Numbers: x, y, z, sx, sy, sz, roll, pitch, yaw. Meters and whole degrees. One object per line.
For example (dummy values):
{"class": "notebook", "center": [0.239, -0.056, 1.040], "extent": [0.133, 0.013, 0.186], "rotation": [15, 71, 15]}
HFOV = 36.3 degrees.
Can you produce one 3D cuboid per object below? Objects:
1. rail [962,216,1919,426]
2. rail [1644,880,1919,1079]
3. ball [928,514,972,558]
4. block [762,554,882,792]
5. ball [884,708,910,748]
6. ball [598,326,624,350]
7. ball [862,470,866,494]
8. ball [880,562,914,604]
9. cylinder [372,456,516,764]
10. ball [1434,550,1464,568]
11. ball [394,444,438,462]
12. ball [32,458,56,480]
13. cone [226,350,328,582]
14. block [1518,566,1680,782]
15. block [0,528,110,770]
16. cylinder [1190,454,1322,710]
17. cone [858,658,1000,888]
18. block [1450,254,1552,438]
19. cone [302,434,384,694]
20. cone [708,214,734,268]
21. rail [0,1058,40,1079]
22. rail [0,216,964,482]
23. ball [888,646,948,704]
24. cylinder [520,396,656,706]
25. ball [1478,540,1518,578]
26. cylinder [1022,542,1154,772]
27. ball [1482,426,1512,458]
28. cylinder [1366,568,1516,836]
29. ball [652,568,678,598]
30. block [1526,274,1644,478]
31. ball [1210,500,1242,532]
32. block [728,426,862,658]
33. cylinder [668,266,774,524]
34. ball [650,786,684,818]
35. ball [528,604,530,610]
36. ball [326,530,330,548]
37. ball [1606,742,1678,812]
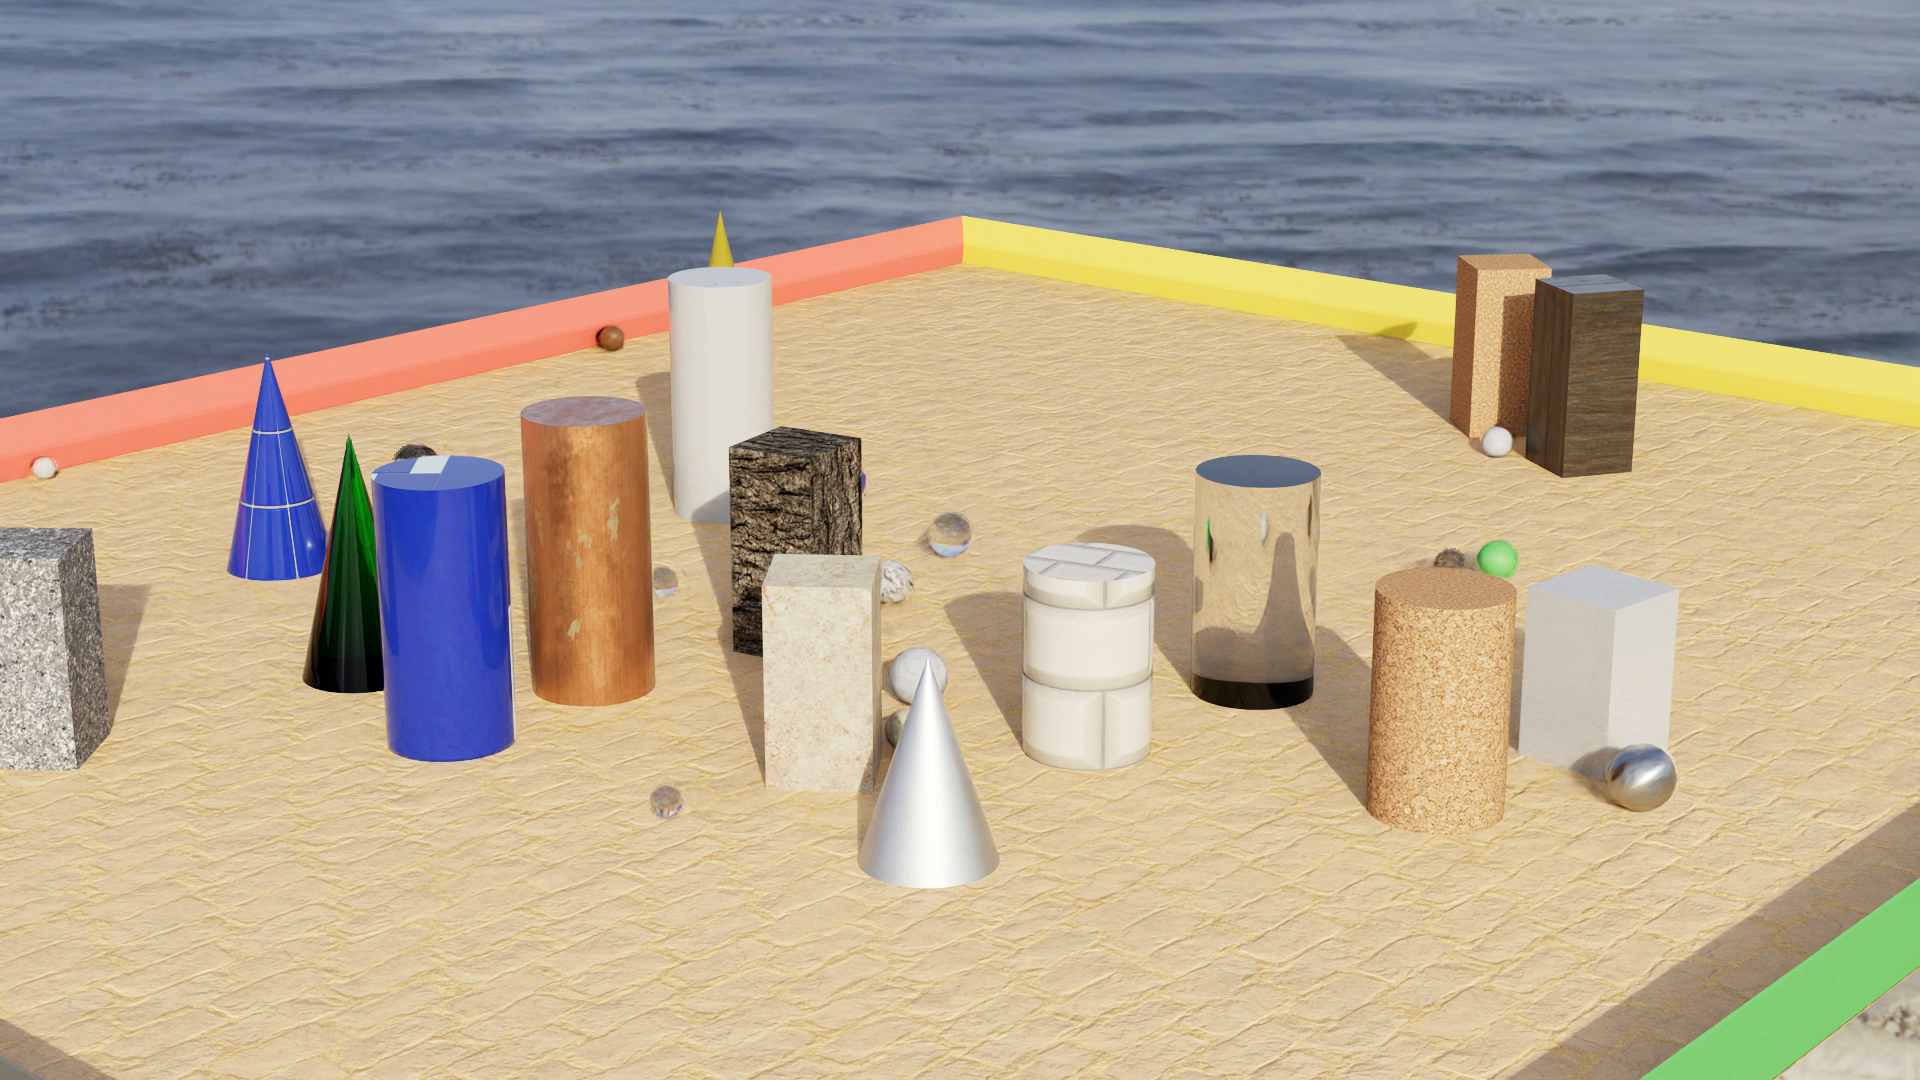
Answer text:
{"class": "rail", "center": [1.434, -0.445, 6.702], "extent": [3.824, 0.127, 0.045], "rotation": [14, 22, 39]}
{"class": "rail", "center": [1.426, 0.389, 3.935], "extent": [0.045, 0.127, 4.422], "rotation": [14, 22, 39]}
{"class": "ball", "center": [-0.018, -0.008, 5.338], "extent": [0.080, 0.080, 0.080], "rotation": [0, 17, 0]}
{"class": "block", "center": [-0.199, 0.193, 4.273], "extent": [0.156, 0.310, 0.156], "rotation": [1, 17, 3]}
{"class": "ball", "center": [-0.081, 0.285, 4.392], "extent": [0.064, 0.064, 0.064], "rotation": [0, 17, 0]}
{"class": "ball", "center": [-0.822, -0.477, 6.924], "extent": [0.060, 0.060, 0.060], "rotation": [0, 17, 0]}
{"class": "ball", "center": [-0.227, -0.113, 5.666], "extent": [0.091, 0.091, 0.091], "rotation": [0, 17, 0]}
{"class": "ball", "center": [-0.118, 0.074, 5.075], "extent": [0.074, 0.074, 0.074], "rotation": [0, 17, 0]}
{"class": "cylinder", "center": [-0.769, 0.102, 4.383], "extent": [0.195, 0.420, 0.195], "rotation": [0, 17, 0]}
{"class": "ball", "center": [0.870, 0.042, 5.220], "extent": [0.051, 0.051, 0.051], "rotation": [0, 17, 0]}
{"class": "ball", "center": [-1.061, -0.138, 5.737], "extent": [0.097, 0.097, 0.097], "rotation": [0, 17, 0]}
{"class": "ball", "center": [-1.826, -0.143, 5.844], "extent": [0.044, 0.044, 0.044], "rotation": [0, 17, 0]}
{"class": "cone", "center": [-1.225, -0.145, 5.238], "extent": [0.195, 0.399, 0.195], "rotation": [0, 17, 0]}
{"class": "block", "center": [0.945, 0.195, 4.345], "extent": [0.156, 0.263, 0.156], "rotation": [-15, 22, -40]}
{"class": "block", "center": [-1.376, 0.160, 4.351], "extent": [0.156, 0.327, 0.156], "rotation": [1, 17, 2]}
{"class": "cylinder", "center": [0.464, 0.065, 4.610], "extent": [0.195, 0.360, 0.195], "rotation": [0, 17, 0]}
{"class": "cone", "center": [-0.043, 0.295, 3.960], "extent": [0.195, 0.295, 0.195], "rotation": [0, 17, 0]}
{"class": "block", "center": [1.139, -0.410, 6.185], "extent": [0.156, 0.359, 0.156], "rotation": [-2, 17, -6]}
{"class": "cone", "center": [-0.963, 0.023, 4.677], "extent": [0.195, 0.401, 0.195], "rotation": [0, 17, 0]}
{"class": "cone", "center": [-0.517, -0.506, 6.383], "extent": [0.195, 0.429, 0.195], "rotation": [0, 17, 0]}
{"class": "rail", "center": [-1.434, 0.509, 3.539], "extent": [3.824, 0.127, 0.045], "rotation": [14, 22, 39]}
{"class": "rail", "center": [-1.426, -0.326, 6.306], "extent": [0.045, 0.127, 4.422], "rotation": [14, 22, 39]}
{"class": "ball", "center": [-0.066, 0.213, 4.581], "extent": [0.092, 0.092, 0.092], "rotation": [0, 17, 0]}
{"class": "cylinder", "center": [-0.583, 0.016, 4.612], "extent": [0.195, 0.452, 0.195], "rotation": [0, 17, 0]}
{"class": "ball", "center": [0.955, 0.035, 5.212], "extent": [0.069, 0.069, 0.069], "rotation": [0, 17, 0]}
{"class": "cylinder", "center": [0.190, 0.172, 4.370], "extent": [0.195, 0.293, 0.195], "rotation": [0, 17, 0]}
{"class": "ball", "center": [1.100, -0.201, 6.005], "extent": [0.063, 0.063, 0.063], "rotation": [0, 17, 0]}
{"class": "cylinder", "center": [0.677, 0.225, 4.130], "extent": [0.195, 0.330, 0.195], "rotation": [0, 17, 0]}
{"class": "ball", "center": [-0.517, 0.074, 5.113], "extent": [0.052, 0.052, 0.052], "rotation": [0, 17, 0]}
{"class": "block", "center": [1.254, -0.331, 5.897], "extent": [0.156, 0.375, 0.156], "rotation": [-5, 18, -17]}
{"class": "ball", "center": [0.499, -0.044, 5.489], "extent": [0.060, 0.060, 0.060], "rotation": [0, 17, 0]}
{"class": "block", "center": [-0.267, 0.009, 4.814], "extent": [0.156, 0.349, 0.156], "rotation": [9, 19, 29]}
{"class": "cylinder", "center": [-0.452, -0.276, 5.576], "extent": [0.195, 0.455, 0.195], "rotation": [0, 17, 0]}
{"class": "ball", "center": [-0.414, 0.370, 4.143], "extent": [0.046, 0.046, 0.046], "rotation": [0, 17, 0]}
{"class": "ball", "center": [-0.703, 0.113, 4.974], "extent": [0.058, 0.058, 0.058], "rotation": [0, 17, 0]}
{"class": "ball", "center": [-1.090, 0.007, 5.259], "extent": [0.095, 0.095, 0.095], "rotation": [0, 17, 0]}
{"class": "ball", "center": [0.968, 0.336, 4.164], "extent": [0.097, 0.097, 0.097], "rotation": [0, 17, 0]}
